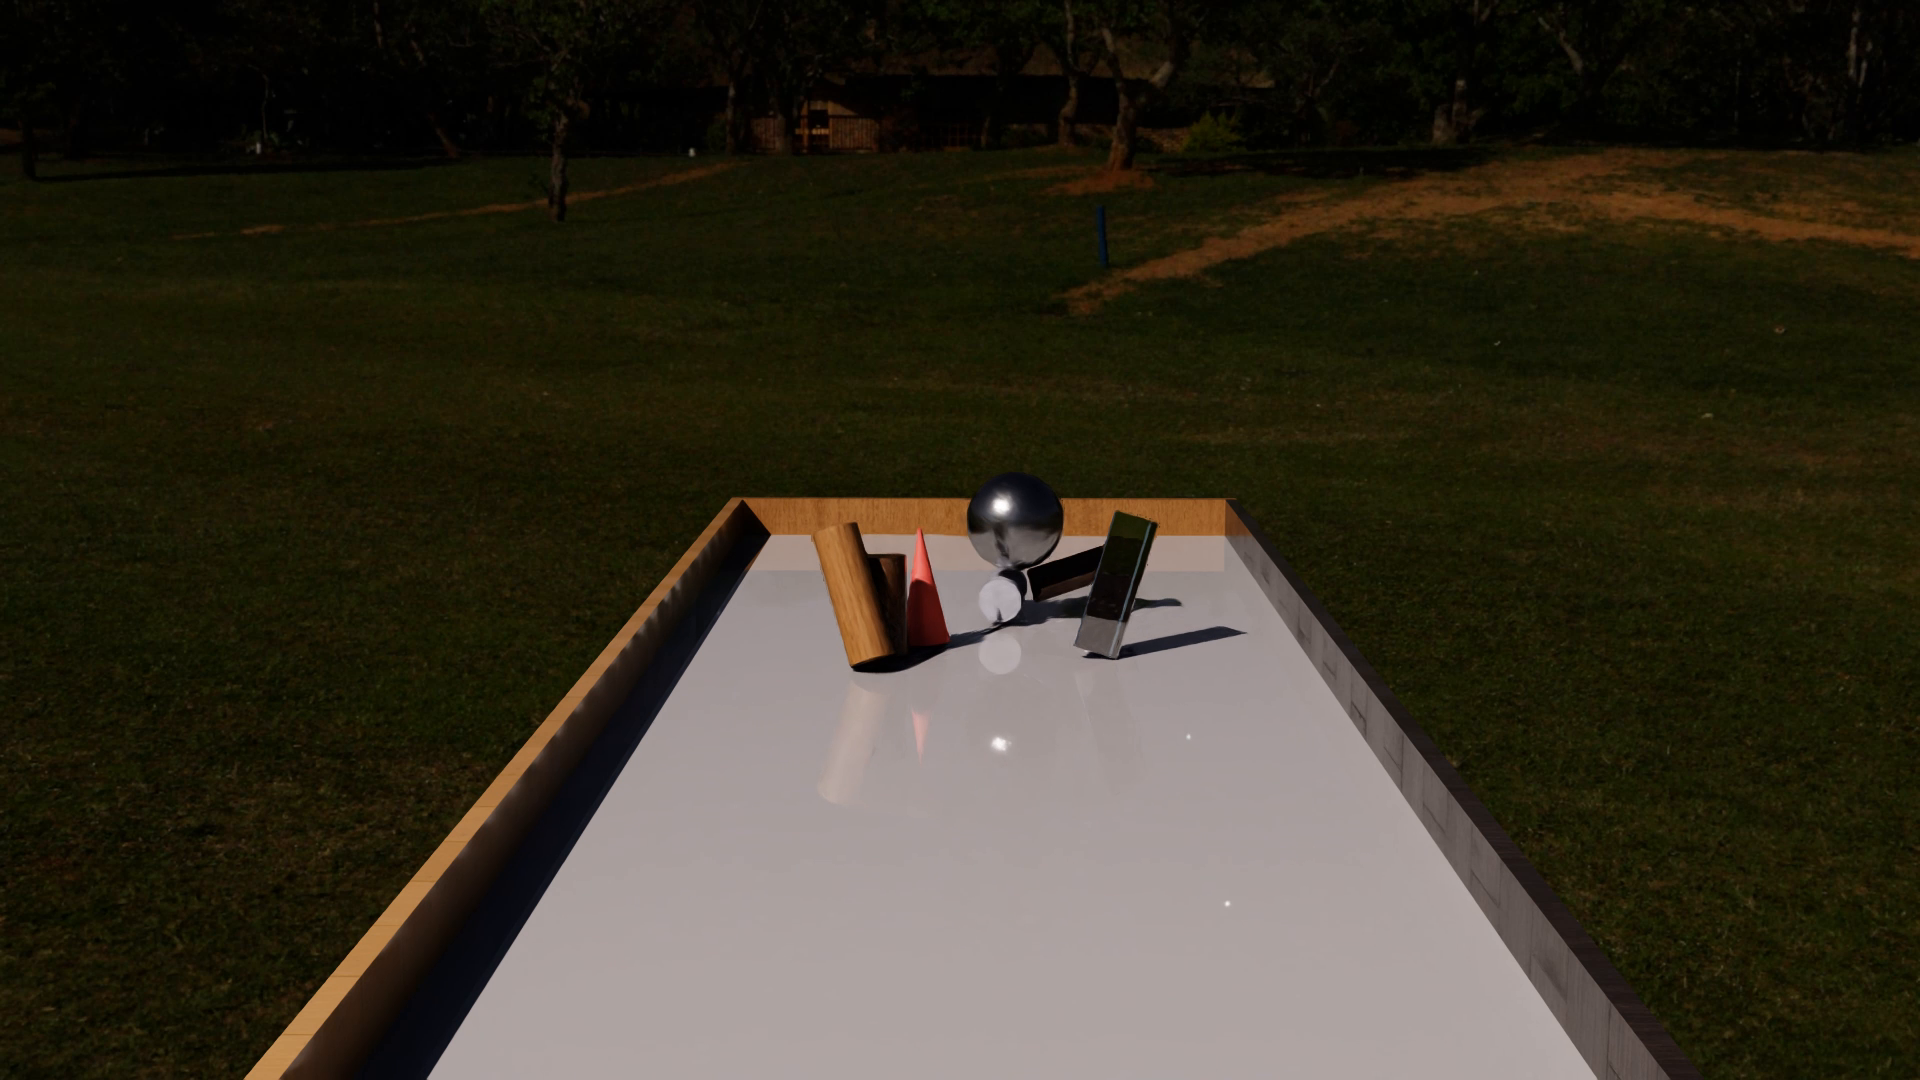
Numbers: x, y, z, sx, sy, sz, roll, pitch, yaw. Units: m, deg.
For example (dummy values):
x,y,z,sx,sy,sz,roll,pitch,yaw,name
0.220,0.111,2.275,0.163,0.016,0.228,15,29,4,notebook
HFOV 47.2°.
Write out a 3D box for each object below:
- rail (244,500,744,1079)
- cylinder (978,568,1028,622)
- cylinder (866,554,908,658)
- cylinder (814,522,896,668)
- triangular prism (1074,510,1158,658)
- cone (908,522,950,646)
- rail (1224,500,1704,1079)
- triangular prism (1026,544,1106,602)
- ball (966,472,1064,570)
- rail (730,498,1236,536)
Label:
x,y,z,sx,sy,sz,roll,pitch,yaw,name
-1.004,0.839,3.234,0.050,0.150,12.000,0,9,1,rail
0.147,0.178,7.379,0.141,0.141,0.379,1,7,5,cylinder
-0.229,0.202,6.725,0.137,0.307,0.137,-1,5,0,cylinder
-0.317,0.166,6.580,0.139,0.414,0.139,-16,-10,-3,cylinder
0.473,0.137,6.765,0.137,0.434,0.118,17,-1,-3,triangular prism
-0.117,0.134,6.896,0.154,0.383,0.154,-3,4,0,cone
1.046,0.843,3.208,0.050,0.150,12.000,0,9,1,rail
0.411,0.090,7.417,0.370,0.098,0.114,-18,-20,-17,triangular prism
0.181,-0.062,7.237,0.323,0.323,0.323,0,9,0,ball
0.099,-0.098,9.147,2.100,0.150,0.050,0,9,1,rail
